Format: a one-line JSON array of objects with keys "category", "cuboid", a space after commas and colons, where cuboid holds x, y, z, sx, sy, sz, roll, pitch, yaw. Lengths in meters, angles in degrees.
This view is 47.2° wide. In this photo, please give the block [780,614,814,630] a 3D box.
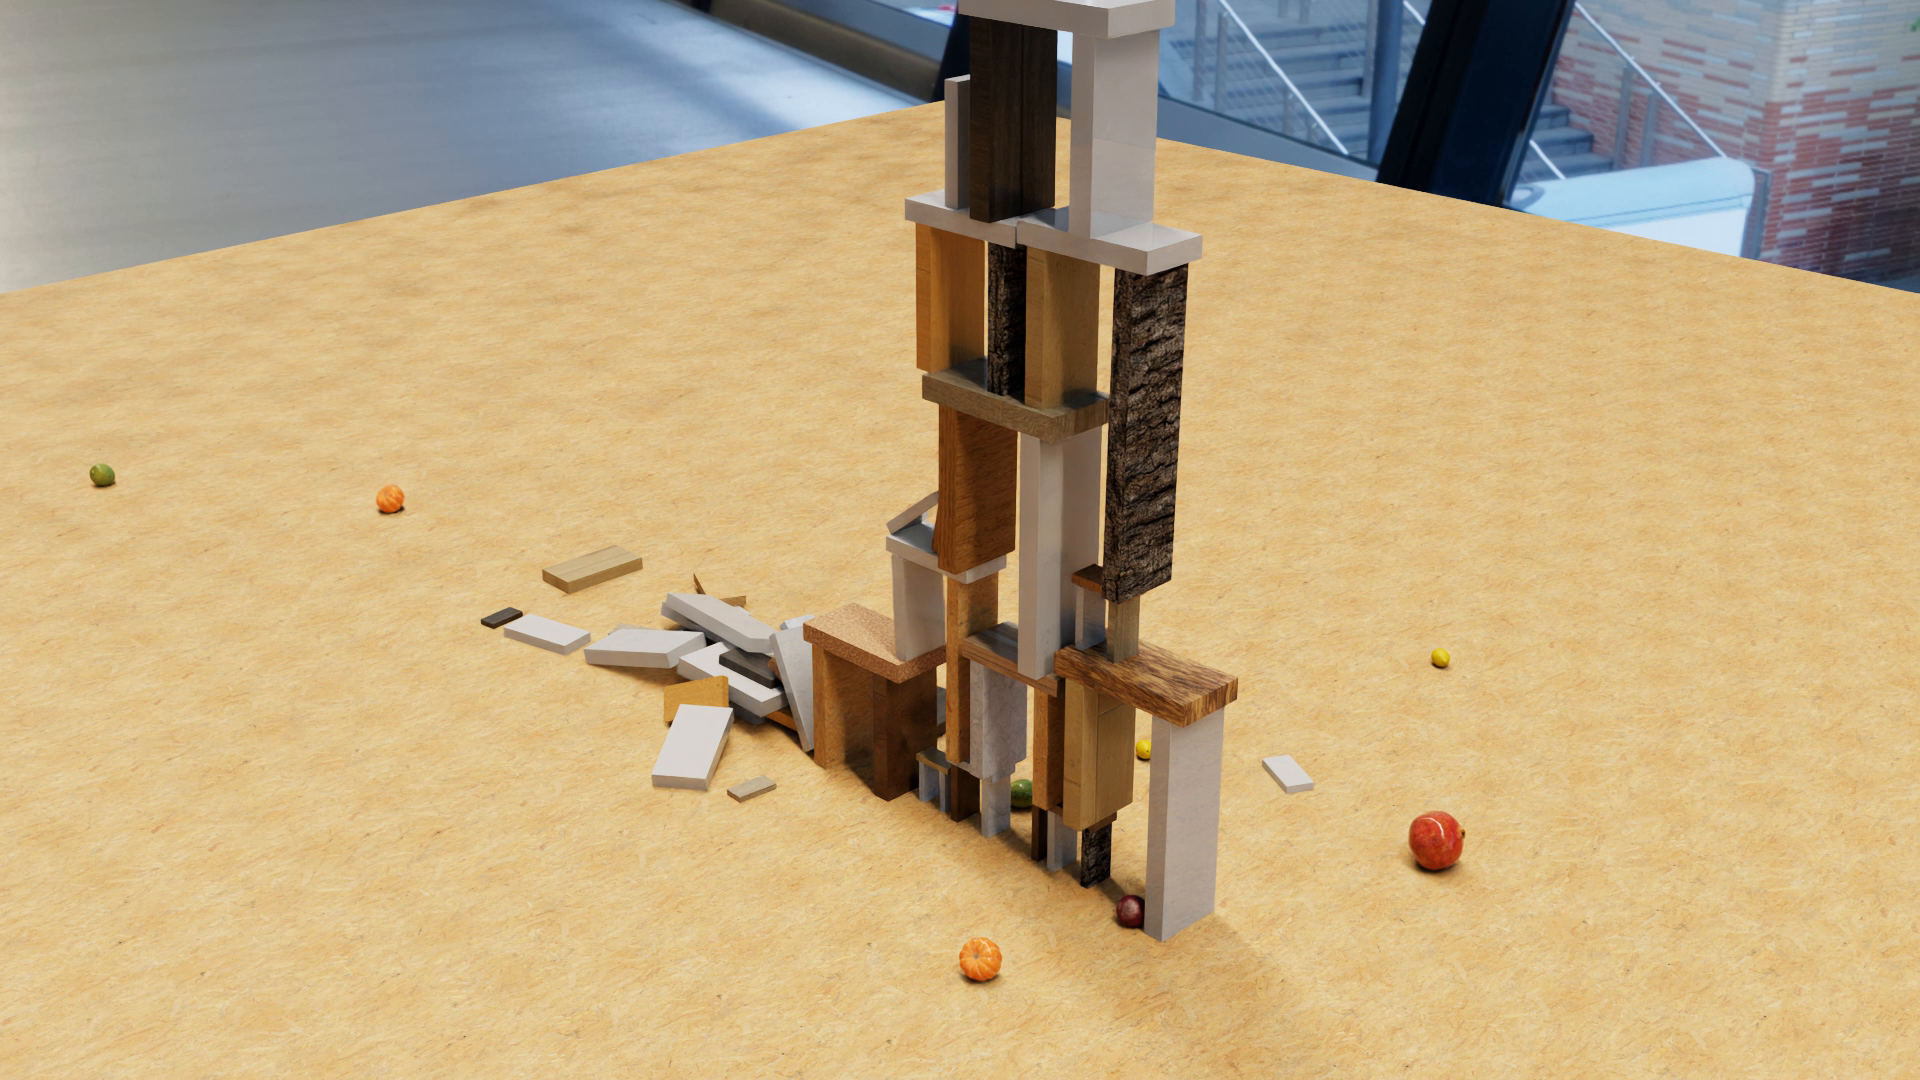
[{"category": "block", "cuboid": [-0.319, 0.245, 4.812, 0.084, 0.024, 0.168, -13, 66, -45]}]

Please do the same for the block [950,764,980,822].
[{"category": "block", "cuboid": [0.011, 0.498, 4.423, 0.018, 0.129, 0.064, 21, 31, 41]}]

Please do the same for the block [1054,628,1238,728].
[{"category": "block", "cuboid": [0.334, 0.244, 3.969, 0.304, 0.043, 0.152, 21, 31, 40]}]

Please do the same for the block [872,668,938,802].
[{"category": "block", "cuboid": [-0.112, 0.380, 4.501, 0.040, 0.283, 0.142, 21, 31, 41]}]

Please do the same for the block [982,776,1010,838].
[{"category": "block", "cuboid": [0.072, 0.522, 4.367, 0.064, 0.129, 0.018, -21, 31, -41]}]

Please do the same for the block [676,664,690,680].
[{"category": "block", "cuboid": [-0.538, 0.303, 4.942, 0.193, 0.027, 0.097, 21, 30, 40]}]

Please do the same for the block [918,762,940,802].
[{"category": "block", "cuboid": [-0.063, 0.487, 4.496, 0.013, 0.092, 0.046, 21, 31, 41]}]

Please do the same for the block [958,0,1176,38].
[{"category": "block", "cuboid": [0.175, -0.889, 3.655, 0.334, 0.047, 0.167, 21, 31, 40]}]

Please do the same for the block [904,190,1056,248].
[{"category": "block", "cuboid": [0.047, -0.579, 3.928, 0.138, 0.039, 0.276, -21, 31, -40]}]

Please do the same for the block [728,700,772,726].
[{"category": "block", "cuboid": [-0.479, 0.353, 4.894, 0.097, 0.027, 0.194, -21, 31, -40]}]

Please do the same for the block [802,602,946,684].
[{"category": "block", "cuboid": [-0.173, 0.208, 4.493, 0.284, 0.040, 0.142, 21, 31, 40]}]

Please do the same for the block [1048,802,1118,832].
[{"category": "block", "cuboid": [0.229, 0.514, 4.192, 0.065, 0.018, 0.130, -21, 31, -41]}]

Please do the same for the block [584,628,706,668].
[{"category": "block", "cuboid": [-0.724, 0.249, 5.055, 0.262, 0.037, 0.131, 1, 19, 36]}]

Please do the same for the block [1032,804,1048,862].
[{"category": "block", "cuboid": [0.168, 0.558, 4.285, 0.063, 0.126, 0.018, -21, 31, -40]}]

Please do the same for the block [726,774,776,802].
[{"category": "block", "cuboid": [-0.429, 0.513, 4.535, 0.093, 0.013, 0.046, -19, 29, -37]}]

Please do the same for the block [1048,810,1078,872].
[{"category": "block", "cuboid": [0.198, 0.570, 4.250, 0.065, 0.130, 0.018, -21, 31, -41]}]

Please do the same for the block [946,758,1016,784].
[{"category": "block", "cuboid": [0.041, 0.442, 4.366, 0.064, 0.018, 0.129, -21, 31, -41]}]

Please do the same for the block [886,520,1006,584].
[{"category": "block", "cuboid": [-0.027, 0.023, 4.269, 0.221, 0.031, 0.111, 22, 31, 40]}]

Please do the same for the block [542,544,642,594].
[{"category": "block", "cuboid": [-0.926, 0.073, 5.548, 0.226, 0.032, 0.113, -21, 30, -40]}]

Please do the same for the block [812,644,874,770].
[{"category": "block", "cuboid": [-0.240, 0.330, 4.620, 0.142, 0.283, 0.040, -18, 30, -36]}]

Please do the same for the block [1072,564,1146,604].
[{"category": "block", "cuboid": [0.269, 0.078, 3.962, 0.125, 0.018, 0.063, 21, 31, 38]}]

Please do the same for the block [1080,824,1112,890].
[{"category": "block", "cuboid": [0.260, 0.594, 4.193, 0.018, 0.130, 0.065, 21, 31, 41]}]

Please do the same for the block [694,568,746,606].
[{"category": "block", "cuboid": [-0.591, 0.118, 5.404, 0.090, 0.026, 0.181, -8, 24, -17]}]

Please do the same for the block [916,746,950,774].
[{"category": "block", "cuboid": [-0.041, 0.447, 4.456, 0.092, 0.013, 0.046, 21, 31, 41]}]

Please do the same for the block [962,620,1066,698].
[{"category": "block", "cuboid": [0.136, 0.224, 4.172, 0.124, 0.035, 0.247, -21, 31, -40]}]

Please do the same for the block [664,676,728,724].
[{"category": "block", "cuboid": [-0.574, 0.347, 4.778, 0.158, 0.079, 0.022, -12, -21, 29]}]

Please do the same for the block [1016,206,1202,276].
[{"category": "block", "cuboid": [0.252, -0.511, 3.731, 0.290, 0.041, 0.145, 21, 31, 40]}]

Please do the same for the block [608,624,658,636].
[{"category": "block", "cuboid": [-0.764, 0.226, 5.207, 0.123, 0.017, 0.062, 8, 24, 18]}]

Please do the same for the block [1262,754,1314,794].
[{"category": "block", "cuboid": [0.684, 0.488, 4.588, 0.062, 0.018, 0.124, -7, 24, -15]}]

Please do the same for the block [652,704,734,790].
[{"category": "block", "cuboid": [-0.562, 0.435, 4.633, 0.116, 0.033, 0.232, 4, 35, 9]}]

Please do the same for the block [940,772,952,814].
[{"category": "block", "cuboid": [-0.019, 0.504, 4.456, 0.013, 0.092, 0.046, 21, 31, 41]}]

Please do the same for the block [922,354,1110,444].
[{"category": "block", "cuboid": [0.104, -0.259, 3.993, 0.165, 0.047, 0.329, -21, 31, -40]}]
